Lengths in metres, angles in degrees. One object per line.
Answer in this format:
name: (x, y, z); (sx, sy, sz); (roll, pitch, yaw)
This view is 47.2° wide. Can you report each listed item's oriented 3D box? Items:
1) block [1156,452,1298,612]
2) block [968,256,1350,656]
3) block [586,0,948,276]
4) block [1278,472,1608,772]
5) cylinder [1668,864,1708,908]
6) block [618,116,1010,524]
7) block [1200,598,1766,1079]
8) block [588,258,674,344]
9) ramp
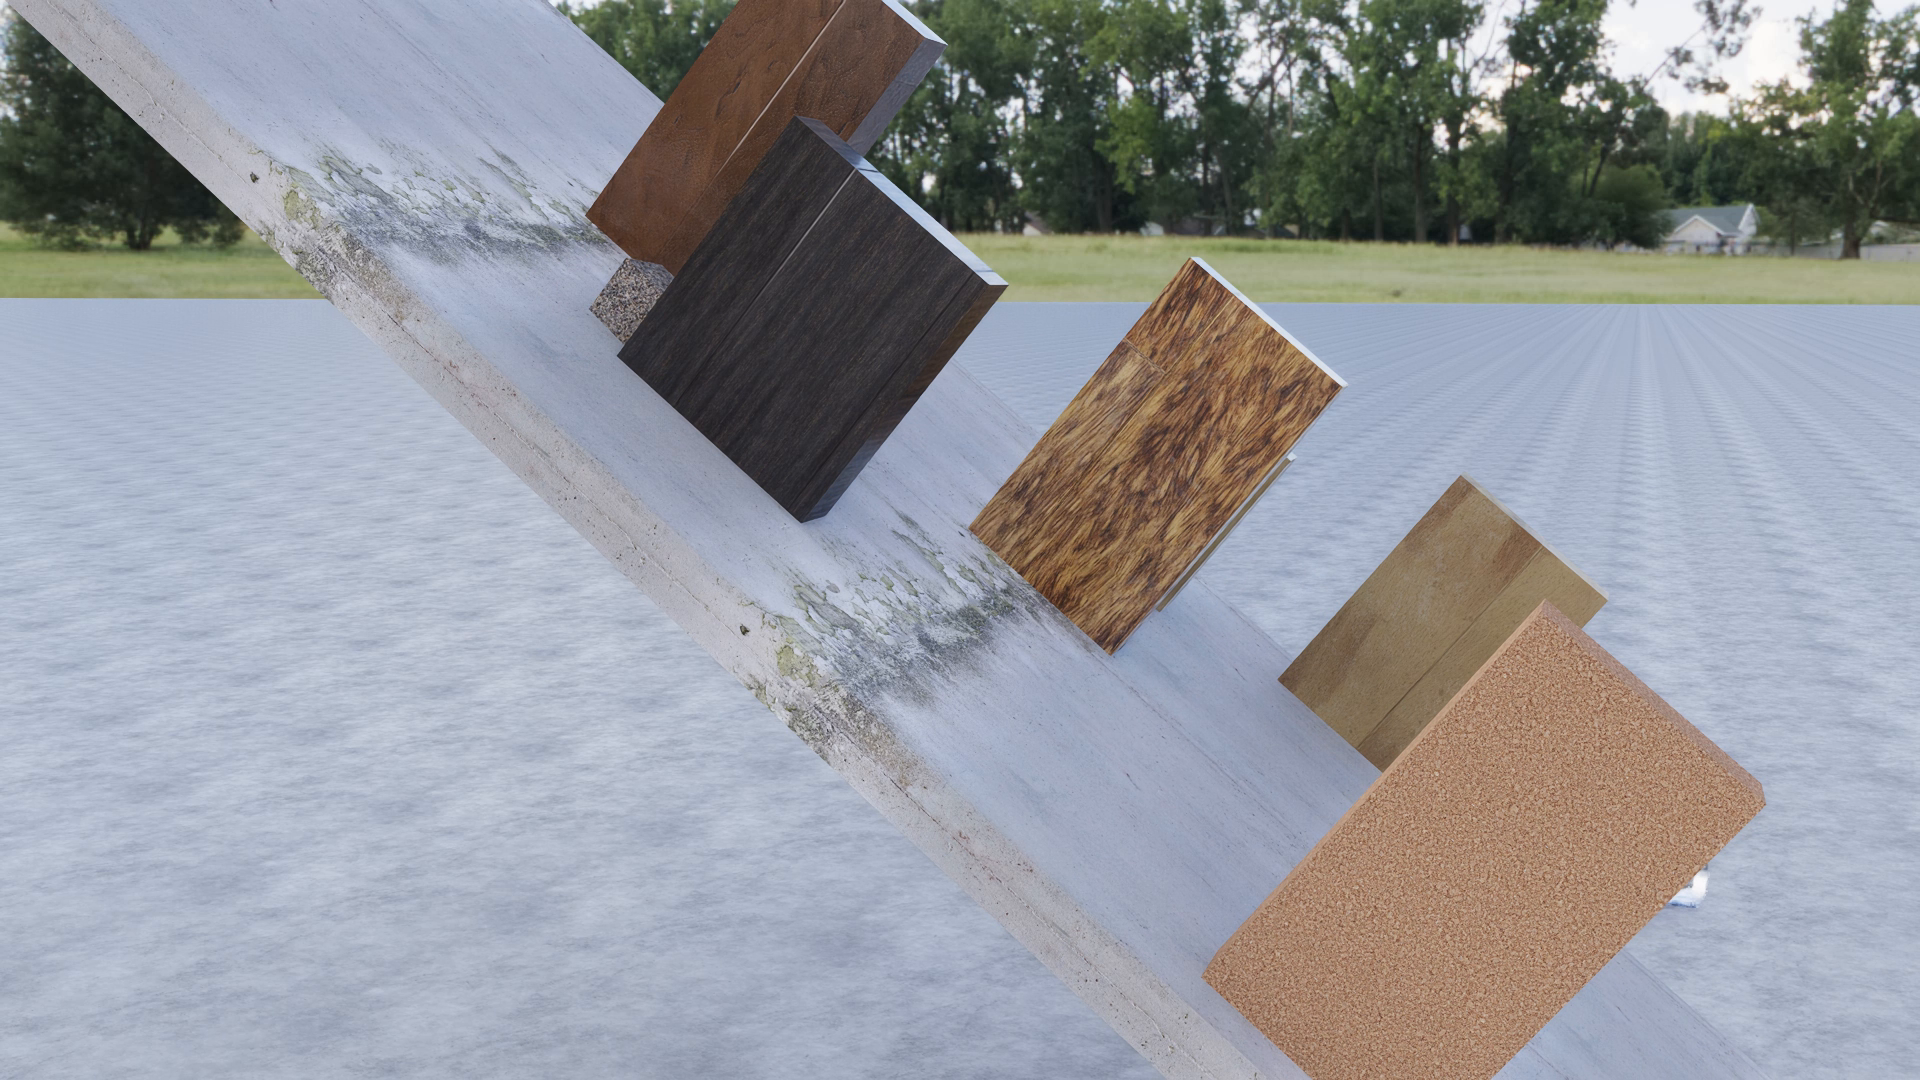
block: (0.429, -0.111, 4.462); (0.307, 0.408, 0.090); (42, 16, 9)
block: (0.352, -0.149, 3.974); (0.353, 0.641, 0.088); (42, 16, 9)
block: (-0.355, -0.741, 3.988); (0.315, 0.651, 0.135); (42, 16, 9)
block: (1.001, 0.202, 4.578); (0.386, 0.575, 0.103); (42, 16, 9)
cylinder: (2.077, 0.968, 6.485); (0.207, 0.207, 0.207); (4, 8, 31)
block: (-0.238, -0.348, 3.492); (0.409, 0.487, 0.110); (42, 16, 9)
block: (0.703, 0.467, 3.001); (0.372, 0.695, 0.124); (42, 16, 9)
block: (-0.521, -0.386, 3.651); (0.109, 0.109, 0.109); (45, 17, 18)
ramp: (0.005, 0.042, 4.038); (4.000, 0.100, 2.000); (42, 16, 9)
